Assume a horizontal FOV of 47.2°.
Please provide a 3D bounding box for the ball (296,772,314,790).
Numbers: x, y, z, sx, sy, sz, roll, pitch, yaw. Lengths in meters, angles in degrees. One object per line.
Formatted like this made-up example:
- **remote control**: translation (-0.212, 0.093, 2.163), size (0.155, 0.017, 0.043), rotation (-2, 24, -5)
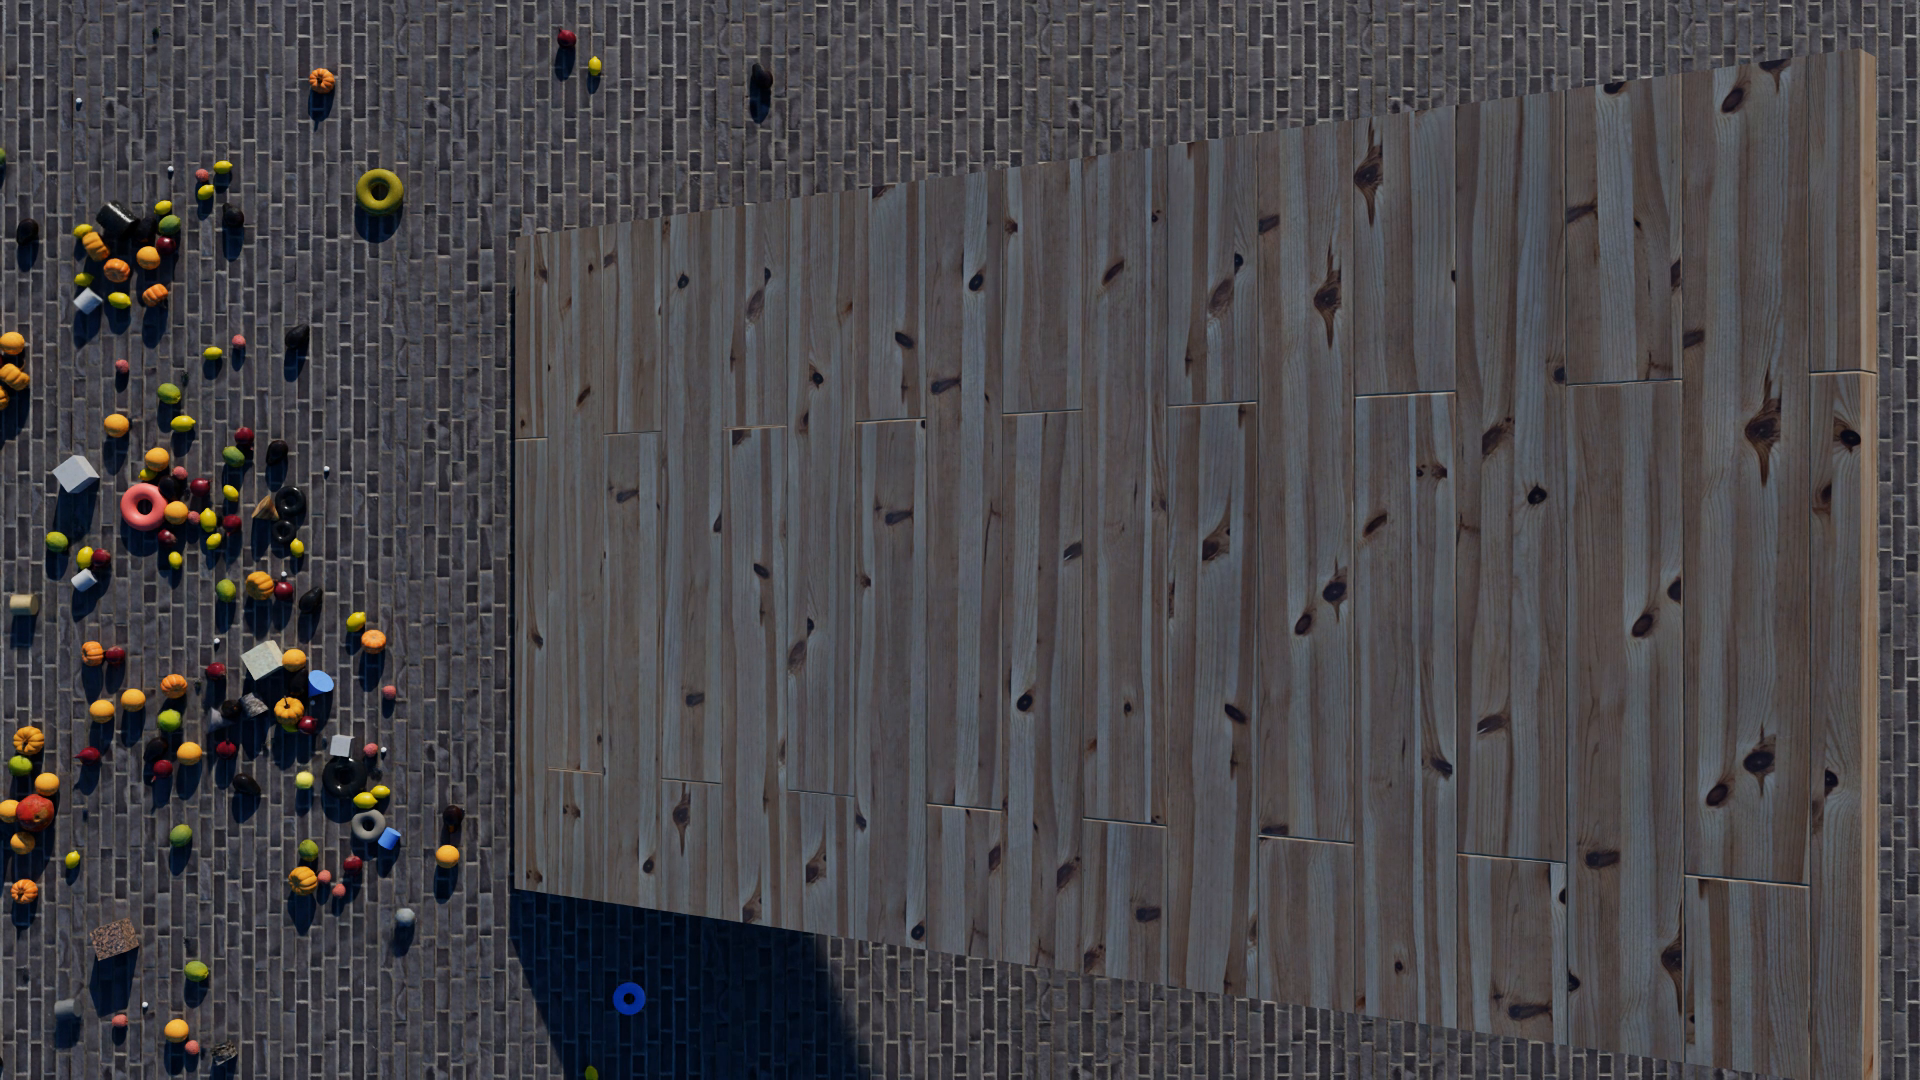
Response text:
- **ball**: translation (-2.026, 0.743, 6.801), size (0.055, 0.055, 0.055), rotation (0, 90, 0)

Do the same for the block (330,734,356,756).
- **block**: translation (-1.908, 0.636, 6.801), size (0.057, 0.057, 0.057), rotation (8, 90, 0)

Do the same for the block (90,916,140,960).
- **block**: translation (-2.607, 1.228, 6.778), size (0.094, 0.094, 0.094), rotation (-18, 90, 0)

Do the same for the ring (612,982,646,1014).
- **ring**: translation (-1.024, 1.420, 6.808), size (0.102, 0.034, 0.102), rotation (0, 90, -1)

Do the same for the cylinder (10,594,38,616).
- **cylinder**: translation (-2.895, 0.201, 6.800), size (0.063, 0.063, 0.063), rotation (-1, 90, -3)

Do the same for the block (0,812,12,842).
- **block**: translation (-3.002, 0.897, 6.781), size (0.093, 0.093, 0.093), rotation (-30, 90, 0)

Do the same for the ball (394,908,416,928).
- **ball**: translation (-1.715, 1.166, 6.795), size (0.061, 0.061, 0.061), rotation (0, 90, 0)

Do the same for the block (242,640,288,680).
- **block**: translation (-2.146, 0.371, 6.787), size (0.088, 0.088, 0.088), rotation (-31, 90, 0)

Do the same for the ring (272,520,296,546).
- **ring**: translation (-2.097, -0.023, 6.820), size (0.079, 0.026, 0.079), rotation (0, 90, -1)

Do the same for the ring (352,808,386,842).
- **ring**: translation (-1.832, 0.884, 6.810), size (0.107, 0.036, 0.107), rotation (0, 88, 0)

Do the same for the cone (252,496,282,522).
- **cone**: translation (-2.133, -0.079, 6.815), size (0.085, 0.085, 0.085), rotation (41, 90, -26)

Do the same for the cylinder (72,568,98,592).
- **cylinder**: translation (-2.709, 0.124, 6.805), size (0.055, 0.055, 0.055), rotation (-36, 90, 0)

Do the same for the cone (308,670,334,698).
- **cone**: translation (-1.999, 0.462, 6.811), size (0.083, 0.083, 0.083), rotation (44, 116, 0)

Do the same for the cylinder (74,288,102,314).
- **cylinder**: translation (-2.699, -0.740, 6.808), size (0.060, 0.060, 0.060), rotation (-43, 90, 0)

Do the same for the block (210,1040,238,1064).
- **block**: translation (-2.276, 1.583, 6.797), size (0.053, 0.053, 0.053), rotation (-29, 90, 0)

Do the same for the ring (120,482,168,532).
- **ring**: translation (-2.524, -0.102, 6.810), size (0.150, 0.050, 0.150), rotation (0, 91, 1)

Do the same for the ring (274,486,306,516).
- **ring**: translation (-2.075, -0.120, 6.818), size (0.098, 0.033, 0.098), rotation (0, 91, 0)

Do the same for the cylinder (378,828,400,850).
- **cylinder**: translation (-1.765, 0.923, 6.802), size (0.051, 0.051, 0.051), rotation (36, 80, 0)

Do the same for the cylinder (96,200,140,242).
- **cylinder**: translation (-2.599, -0.985, 6.793), size (0.092, 0.092, 0.092), rotation (39, 90, 0)

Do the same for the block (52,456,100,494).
- **block**: translation (-2.731, -0.203, 6.793), size (0.083, 0.083, 0.083), rotation (-37, 90, 0)

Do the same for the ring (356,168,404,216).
- **ring**: translation (-1.799, -1.076, 6.816), size (0.148, 0.049, 0.148), rotation (0, 91, -1)

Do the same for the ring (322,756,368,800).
- **ring**: translation (-1.905, 0.734, 6.806), size (0.139, 0.046, 0.139), rotation (0, 90, -1)

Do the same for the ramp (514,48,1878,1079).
- **ramp**: translation (0.214, 0.062, 5.529), size (4.000, 0.100, 2.000), rotation (0, 90, 39)
